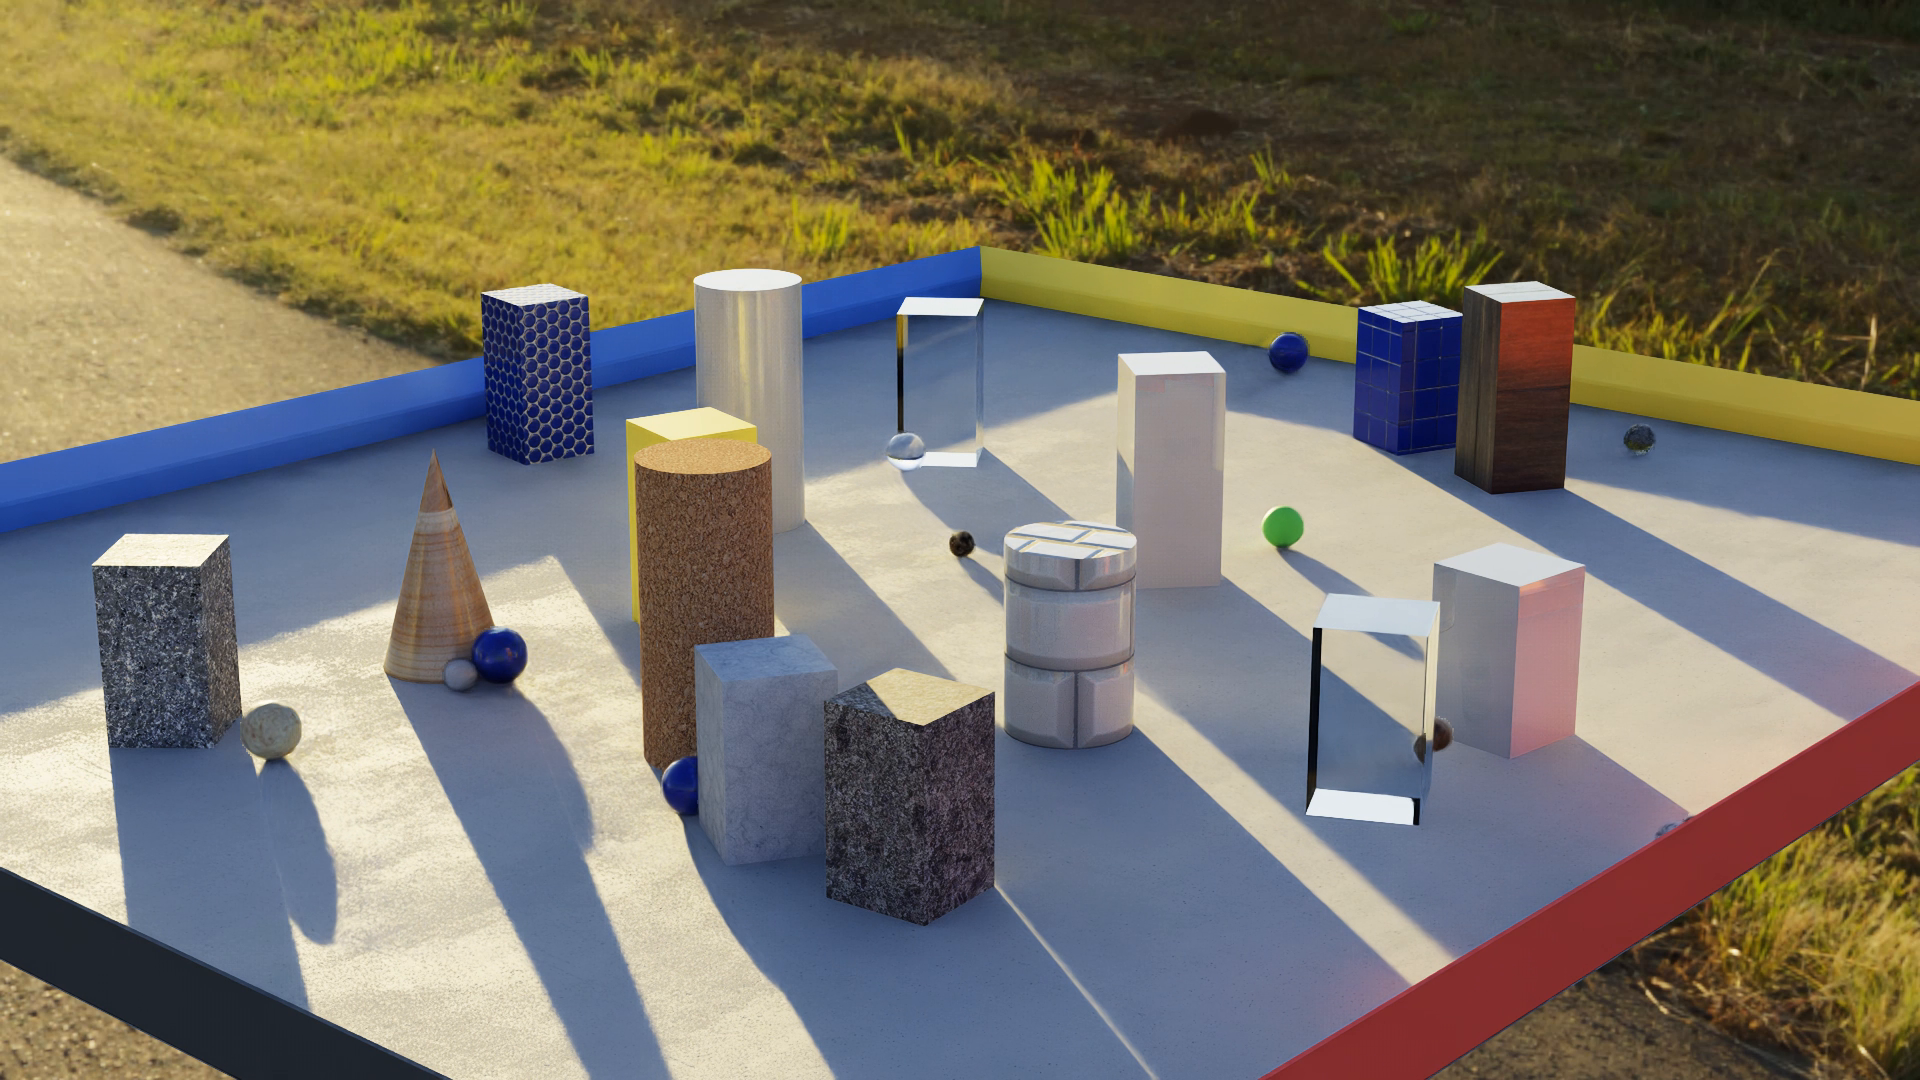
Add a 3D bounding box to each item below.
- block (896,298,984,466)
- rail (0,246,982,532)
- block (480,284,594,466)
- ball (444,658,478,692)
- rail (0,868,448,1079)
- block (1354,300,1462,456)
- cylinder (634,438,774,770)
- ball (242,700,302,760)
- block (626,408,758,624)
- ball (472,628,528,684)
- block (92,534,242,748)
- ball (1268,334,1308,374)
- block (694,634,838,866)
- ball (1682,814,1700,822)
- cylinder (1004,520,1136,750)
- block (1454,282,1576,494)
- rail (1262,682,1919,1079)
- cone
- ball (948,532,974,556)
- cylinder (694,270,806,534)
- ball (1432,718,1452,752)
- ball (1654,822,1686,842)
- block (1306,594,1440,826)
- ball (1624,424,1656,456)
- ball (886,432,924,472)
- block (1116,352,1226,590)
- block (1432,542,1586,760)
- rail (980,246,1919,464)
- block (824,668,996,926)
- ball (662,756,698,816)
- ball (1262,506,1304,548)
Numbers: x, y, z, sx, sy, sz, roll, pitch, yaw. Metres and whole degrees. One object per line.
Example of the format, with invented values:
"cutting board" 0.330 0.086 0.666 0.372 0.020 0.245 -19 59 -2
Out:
"block" -0.039 -0.324 5.988 0.160 0.313 0.160 2 17 5
"rail" -1.196 -0.267 6.114 0.045 0.130 3.859 14 22 39
"block" -0.867 -0.342 6.018 0.160 0.331 0.160 -12 21 -35
"ball" -0.793 0.214 4.655 0.052 0.052 0.052 0 17 0
"rail" -1.250 0.447 3.742 3.216 0.130 0.045 14 22 39
"block" 0.934 -0.338 6.093 0.160 0.280 0.160 -8 19 -26
"cylinder" -0.375 0.098 4.334 0.200 0.460 0.200 0 17 0
"ball" -1.024 0.283 4.365 0.088 0.088 0.088 0 17 0
"block" -0.448 -0.025 4.929 0.160 0.353 0.160 -11 20 -32
"ball" -0.735 0.185 4.685 0.091 0.091 0.091 0 17 0
"block" -1.201 0.153 4.451 0.160 0.288 0.160 1 17 2
"ball" 0.753 -0.428 6.721 0.091 0.091 0.091 0 17 0
"block" -0.266 0.287 4.044 0.160 0.265 0.160 -6 18 -18
"ball" 1.010 0.405 4.010 0.059 0.059 0.059 0 17 0
"cylinder" 0.166 0.143 4.461 0.200 0.300 0.200 0 17 0
"block" 1.095 -0.302 5.792 0.160 0.384 0.160 -5 18 -17
"rail" 1.196 0.332 4.125 0.045 0.130 3.859 14 22 39
"cone" -0.841 0.026 4.734 0.200 0.366 0.200 0 17 0
"ball" 0.003 0.007 5.351 0.047 0.047 0.047 0 17 0
"cylinder" -0.394 -0.260 5.510 0.200 0.467 0.200 0 17 0
"ball" 0.713 0.292 4.400 0.049 0.049 0.049 0 17 0
"ball" 0.972 0.415 3.955 0.071 0.071 0.071 0 17 0
"block" 0.589 0.239 4.176 0.160 0.280 0.160 4 17 14
"ball" 1.398 -0.206 6.032 0.062 0.062 0.062 0 17 0
"ball" -0.110 -0.178 5.913 0.077 0.077 0.077 0 17 0
"block" 0.371 -0.125 5.198 0.160 0.388 0.160 -2 17 -7
"block" 0.825 0.165 4.440 0.160 0.270 0.160 -15 22 -40
"rail" 1.250 -0.382 6.498 3.216 0.130 0.045 14 22 39
"block" -0.065 0.336 3.862 0.160 0.277 0.160 11 20 33
"ball" -0.382 0.348 4.156 0.083 0.083 0.083 0 17 0
"ball" 0.594 -0.024 5.402 0.077 0.077 0.077 0 17 0
